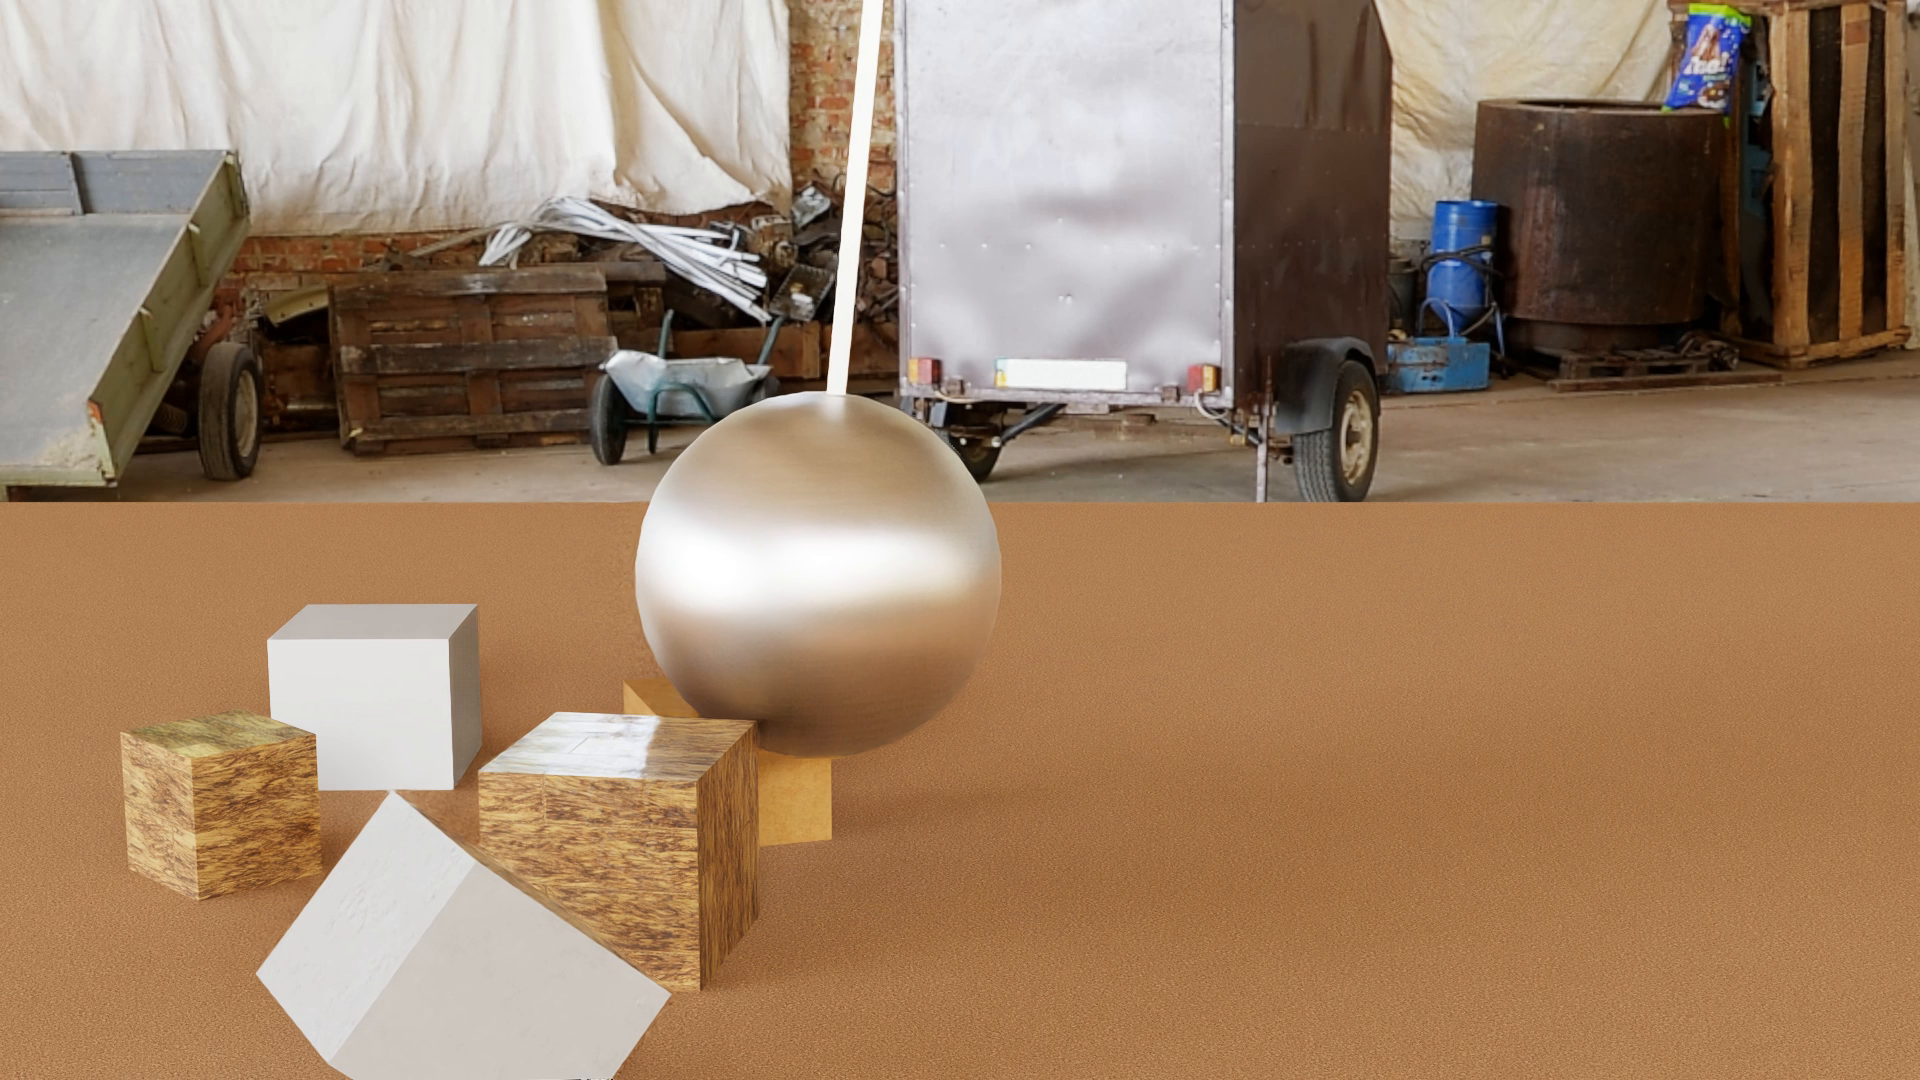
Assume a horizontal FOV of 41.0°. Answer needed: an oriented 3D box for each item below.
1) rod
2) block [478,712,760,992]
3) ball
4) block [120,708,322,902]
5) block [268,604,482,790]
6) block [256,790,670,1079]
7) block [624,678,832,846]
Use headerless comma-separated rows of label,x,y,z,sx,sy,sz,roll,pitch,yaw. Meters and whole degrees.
rod,-0.267,-3.176,10.603,0.080,5.200,0.080,6,10,-1
block,-1.355,1.239,10.386,0.872,0.846,0.947,2,10,10
ball,-0.616,0.151,11.208,1.600,1.600,1.600,0,10,0
block,-3.279,1.164,11.394,0.597,0.634,0.645,-10,14,-43
block,-2.964,0.789,13.086,0.885,0.766,0.851,0,10,-1
block,-1.642,1.459,8.436,0.836,0.748,0.906,41,-11,-28
block,-1.098,1.028,12.051,0.820,0.665,0.692,-4,11,-19
